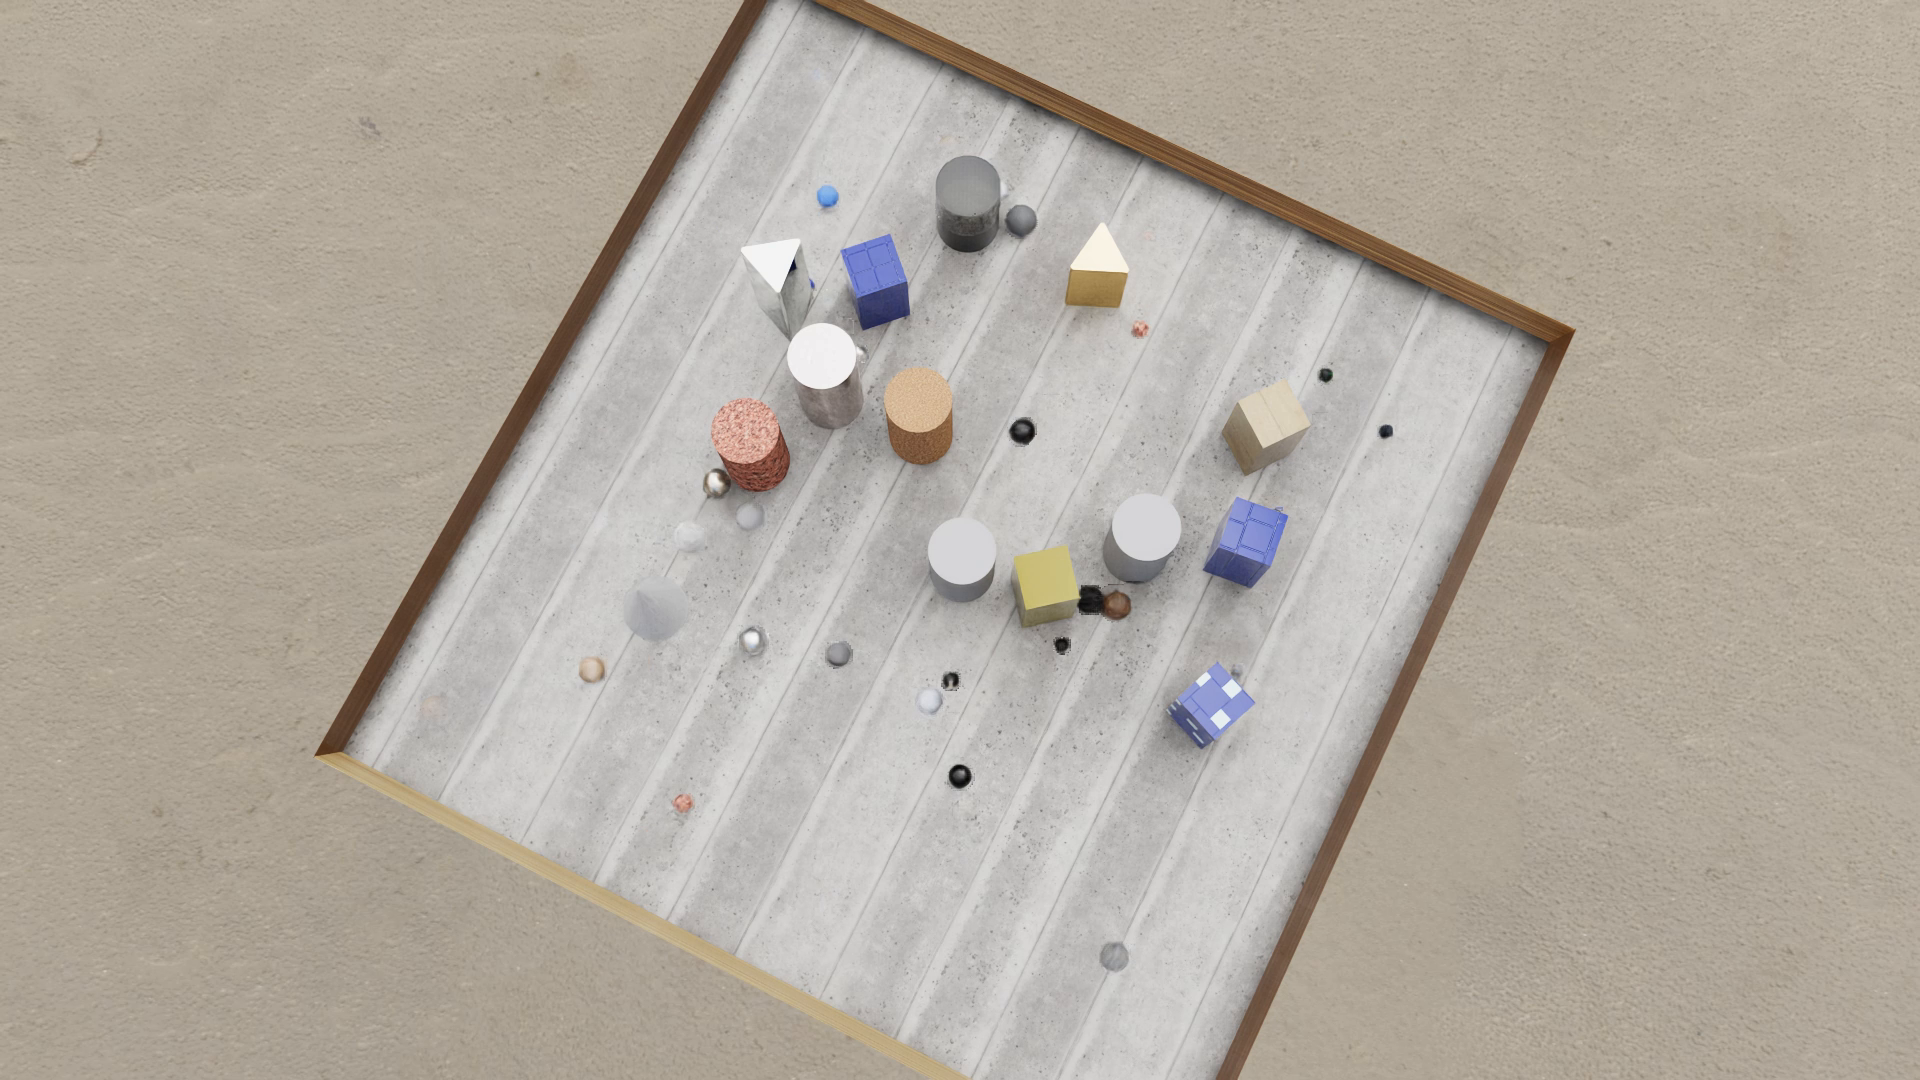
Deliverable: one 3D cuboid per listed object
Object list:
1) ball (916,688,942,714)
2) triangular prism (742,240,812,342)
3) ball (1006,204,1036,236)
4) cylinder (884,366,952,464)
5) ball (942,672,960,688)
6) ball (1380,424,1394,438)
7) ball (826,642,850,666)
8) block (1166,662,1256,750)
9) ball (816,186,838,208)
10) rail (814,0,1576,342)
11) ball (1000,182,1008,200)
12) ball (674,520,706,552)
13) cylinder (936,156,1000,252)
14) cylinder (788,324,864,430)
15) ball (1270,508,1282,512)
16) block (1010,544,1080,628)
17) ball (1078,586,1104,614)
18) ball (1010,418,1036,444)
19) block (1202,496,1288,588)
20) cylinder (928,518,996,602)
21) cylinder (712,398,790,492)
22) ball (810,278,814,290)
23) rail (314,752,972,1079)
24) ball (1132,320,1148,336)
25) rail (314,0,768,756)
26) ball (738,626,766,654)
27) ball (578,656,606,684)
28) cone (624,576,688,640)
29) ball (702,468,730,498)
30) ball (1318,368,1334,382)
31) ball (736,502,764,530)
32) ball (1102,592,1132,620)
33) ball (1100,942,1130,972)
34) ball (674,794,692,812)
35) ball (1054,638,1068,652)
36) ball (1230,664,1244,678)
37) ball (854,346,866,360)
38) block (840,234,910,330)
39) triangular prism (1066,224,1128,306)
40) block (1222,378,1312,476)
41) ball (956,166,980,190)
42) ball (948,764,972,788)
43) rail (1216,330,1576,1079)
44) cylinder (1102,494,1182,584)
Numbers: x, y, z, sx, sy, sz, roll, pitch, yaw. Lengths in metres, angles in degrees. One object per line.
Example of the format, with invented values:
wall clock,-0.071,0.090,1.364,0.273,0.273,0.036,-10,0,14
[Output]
ball,-0.093,0.482,5.477,0.078,0.078,0.078,0,78,0
triangular prism,-0.520,-0.774,5.529,0.148,0.486,0.171,-40,81,-8
ball,0.193,-1.007,5.775,0.099,0.099,0.099,0,78,0
cylinder,-0.121,-0.368,5.498,0.198,0.382,0.198,0,78,0
ball,-0.027,0.421,5.503,0.051,0.051,0.051,0,78,0
ball,1.318,-0.337,5.664,0.044,0.044,0.044,0,78,0
ball,-0.365,0.344,5.508,0.074,0.074,0.074,0,78,0
block,0.729,0.487,5.360,0.158,0.306,0.158,-41,81,-8
ball,-0.419,-1.089,5.806,0.070,0.070,0.070,0,78,0
rail,0.629,-1.225,5.804,2.797,0.128,0.045,26,80,5
ball,0.120,-1.107,5.813,0.065,0.065,0.065,0,78,0
ball,-0.821,-0.012,5.571,0.095,0.095,0.095,0,78,0
cylinder,0.025,-1.038,5.677,0.198,0.303,0.198,0,78,0
cylinder,-0.398,-0.485,5.491,0.198,0.443,0.198,0,78,0
ball,0.963,-0.075,5.608,0.047,0.047,0.047,0,78,0
block,0.248,0.141,5.412,0.158,0.343,0.158,-12,79,-3
ball,0.391,0.180,5.537,0.083,0.083,0.083,0,78,0
ball,0.193,-0.334,5.644,0.081,0.081,0.081,0,78,0
block,0.842,0.011,5.430,0.158,0.361,0.158,20,79,4
cylinder,0.007,0.062,5.447,0.198,0.308,0.198,0,78,0
cylinder,-0.624,-0.281,5.493,0.198,0.357,0.198,0,78,0
ball,-0.481,-0.801,5.758,0.048,0.048,0.048,0,78,0
rail,-0.629,1.239,5.294,2.797,0.128,0.045,26,80,5
ball,0.565,-0.663,5.728,0.050,0.050,0.050,0,78,0
rail,-1.230,-0.595,5.673,0.045,0.128,2.860,26,80,5
ball,-0.623,0.303,5.511,0.085,0.085,0.085,0,78,0
ball,-1.105,0.389,5.495,0.080,0.080,0.080,0,78,0
cone,-0.926,0.175,5.416,0.198,0.322,0.198,0,78,0
ball,-0.745,-0.174,5.601,0.088,0.088,0.088,0,78,0
ball,1.137,-0.514,5.699,0.047,0.047,0.047,0,78,0
ball,-0.639,-0.073,5.588,0.086,0.086,0.086,0,78,0
ball,0.474,0.199,5.531,0.087,0.087,0.087,0,78,0
ball,0.450,1.212,5.323,0.085,0.085,0.085,0,78,0
ball,-0.821,0.779,5.427,0.055,0.055,0.055,0,78,0
ball,0.307,0.317,5.529,0.043,0.043,0.043,0,78,0
ball,0.833,0.393,5.515,0.040,0.040,0.040,0,78,0
ball,-0.315,-0.582,5.713,0.047,0.047,0.047,0,78,0
block,-0.257,-0.787,5.621,0.158,0.311,0.158,-19,79,-4
triangular prism,0.422,-0.844,5.626,0.171,0.324,0.148,4,78,1
block,0.917,-0.335,5.510,0.158,0.345,0.158,-26,79,-5
ball,0.023,-1.151,5.816,0.076,0.076,0.076,0,78,0
ball,0.000,0.701,5.435,0.072,0.072,0.072,0,78,0
rail,1.230,0.609,5.424,0.045,0.128,2.860,26,80,5
cylinder,0.535,0.000,5.429,0.198,0.367,0.198,0,78,0
